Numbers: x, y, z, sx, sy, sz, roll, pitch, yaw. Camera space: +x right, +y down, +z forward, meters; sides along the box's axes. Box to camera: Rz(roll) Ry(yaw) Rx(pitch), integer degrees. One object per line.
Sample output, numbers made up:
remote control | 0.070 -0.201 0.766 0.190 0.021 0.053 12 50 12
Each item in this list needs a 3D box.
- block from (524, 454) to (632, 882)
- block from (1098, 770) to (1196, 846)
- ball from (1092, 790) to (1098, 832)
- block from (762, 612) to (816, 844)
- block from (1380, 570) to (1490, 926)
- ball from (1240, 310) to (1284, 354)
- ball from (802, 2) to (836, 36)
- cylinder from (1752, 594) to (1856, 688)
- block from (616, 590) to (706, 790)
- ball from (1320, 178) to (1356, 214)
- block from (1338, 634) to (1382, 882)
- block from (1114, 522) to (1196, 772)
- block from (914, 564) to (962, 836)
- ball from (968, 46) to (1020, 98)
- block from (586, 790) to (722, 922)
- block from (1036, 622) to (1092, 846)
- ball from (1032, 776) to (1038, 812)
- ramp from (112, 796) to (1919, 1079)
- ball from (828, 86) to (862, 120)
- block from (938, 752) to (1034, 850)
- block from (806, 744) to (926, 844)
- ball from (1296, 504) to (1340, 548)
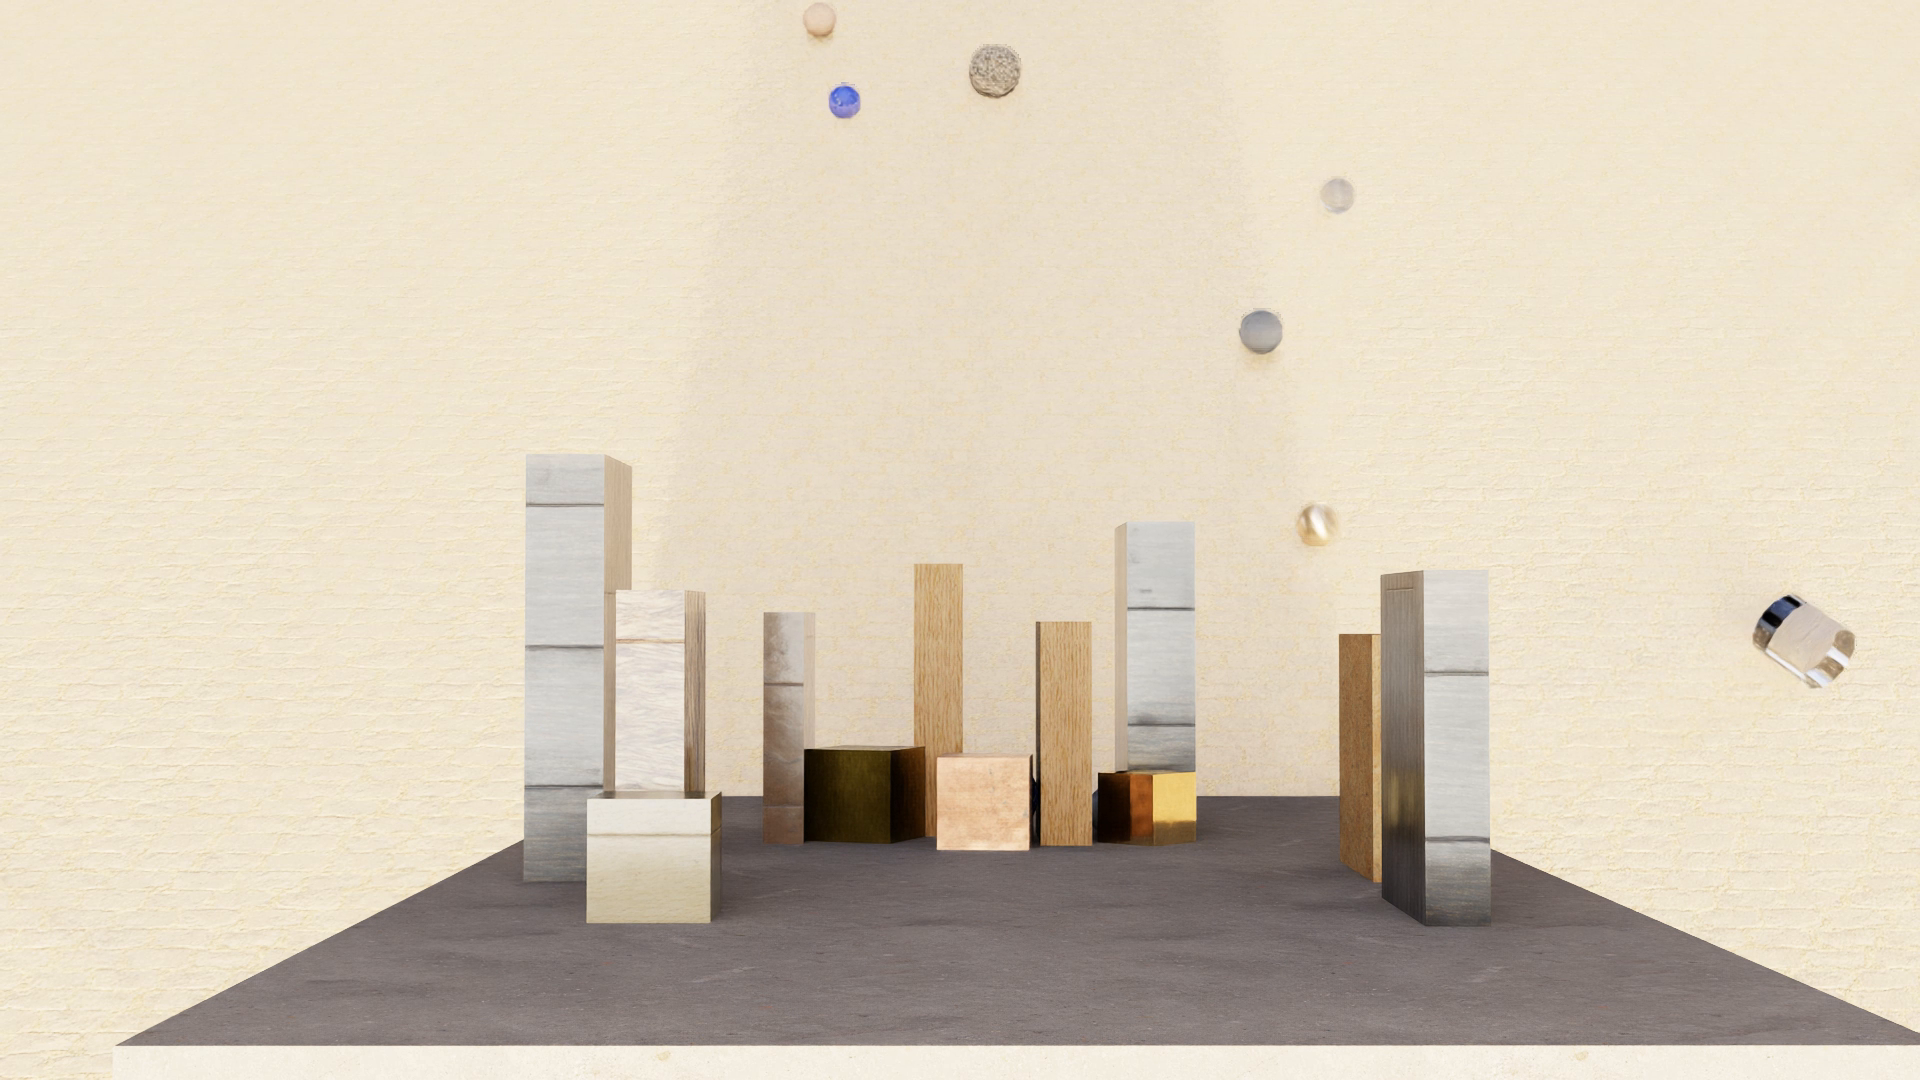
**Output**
block | -0.704 0.232 4.813 0.140 0.759 0.394 0 -2 0
block | 0.390 0.557 5.412 0.146 0.146 0.146 -2 -2 42
ball | 0.329 0.576 5.538 0.115 0.115 0.115 0 35 0
block | -0.365 0.395 5.592 0.084 0.479 0.433 0 -2 0
block | 0.753 0.321 4.138 0.099 0.539 0.408 0 -2 0
ball | 1.023 -0.706 8.819 0.149 0.149 0.149 0 35 0
ball | -0.593 -2.198 10.970 0.142 0.142 0.142 0 35 0
cylinder | 2.389 0.287 7.352 0.196 0.196 0.196 -19 39 -25
block | -0.499 0.342 4.349 0.110 0.512 0.351 0 -2 0
ball | 1.405 -1.280 9.660 0.131 0.131 0.131 0 35 0
block | 0.802 0.392 4.797 0.144 0.437 0.409 0 -2 0
block | 0.433 0.304 5.818 0.147 0.675 0.446 0 -2 0
block | -0.046 0.346 5.689 0.105 0.584 0.240 0 -2 0
ball | 0.139 -1.885 10.461 0.209 0.209 0.209 0 35 0
block | -0.477 0.495 4.074 0.189 0.189 0.189 0 -2 0
block | 0.218 0.403 5.515 0.105 0.460 0.348 0 -2 0
ball | 0.076 0.543 5.507 0.179 0.179 0.179 0 35 0
ramp | 0.077 0.662 4.827 2.000 0.100 4.000 0 -2 0
ball | -0.458 -1.739 10.318 0.134 0.134 0.134 0 35 0
block | 0.053 0.534 5.327 0.185 0.185 0.185 0 -2 4
block | -0.199 0.536 5.499 0.192 0.192 0.192 -1 -2 21
ball | 1.087 -0.044 7.883 0.131 0.131 0.131 0 35 0
